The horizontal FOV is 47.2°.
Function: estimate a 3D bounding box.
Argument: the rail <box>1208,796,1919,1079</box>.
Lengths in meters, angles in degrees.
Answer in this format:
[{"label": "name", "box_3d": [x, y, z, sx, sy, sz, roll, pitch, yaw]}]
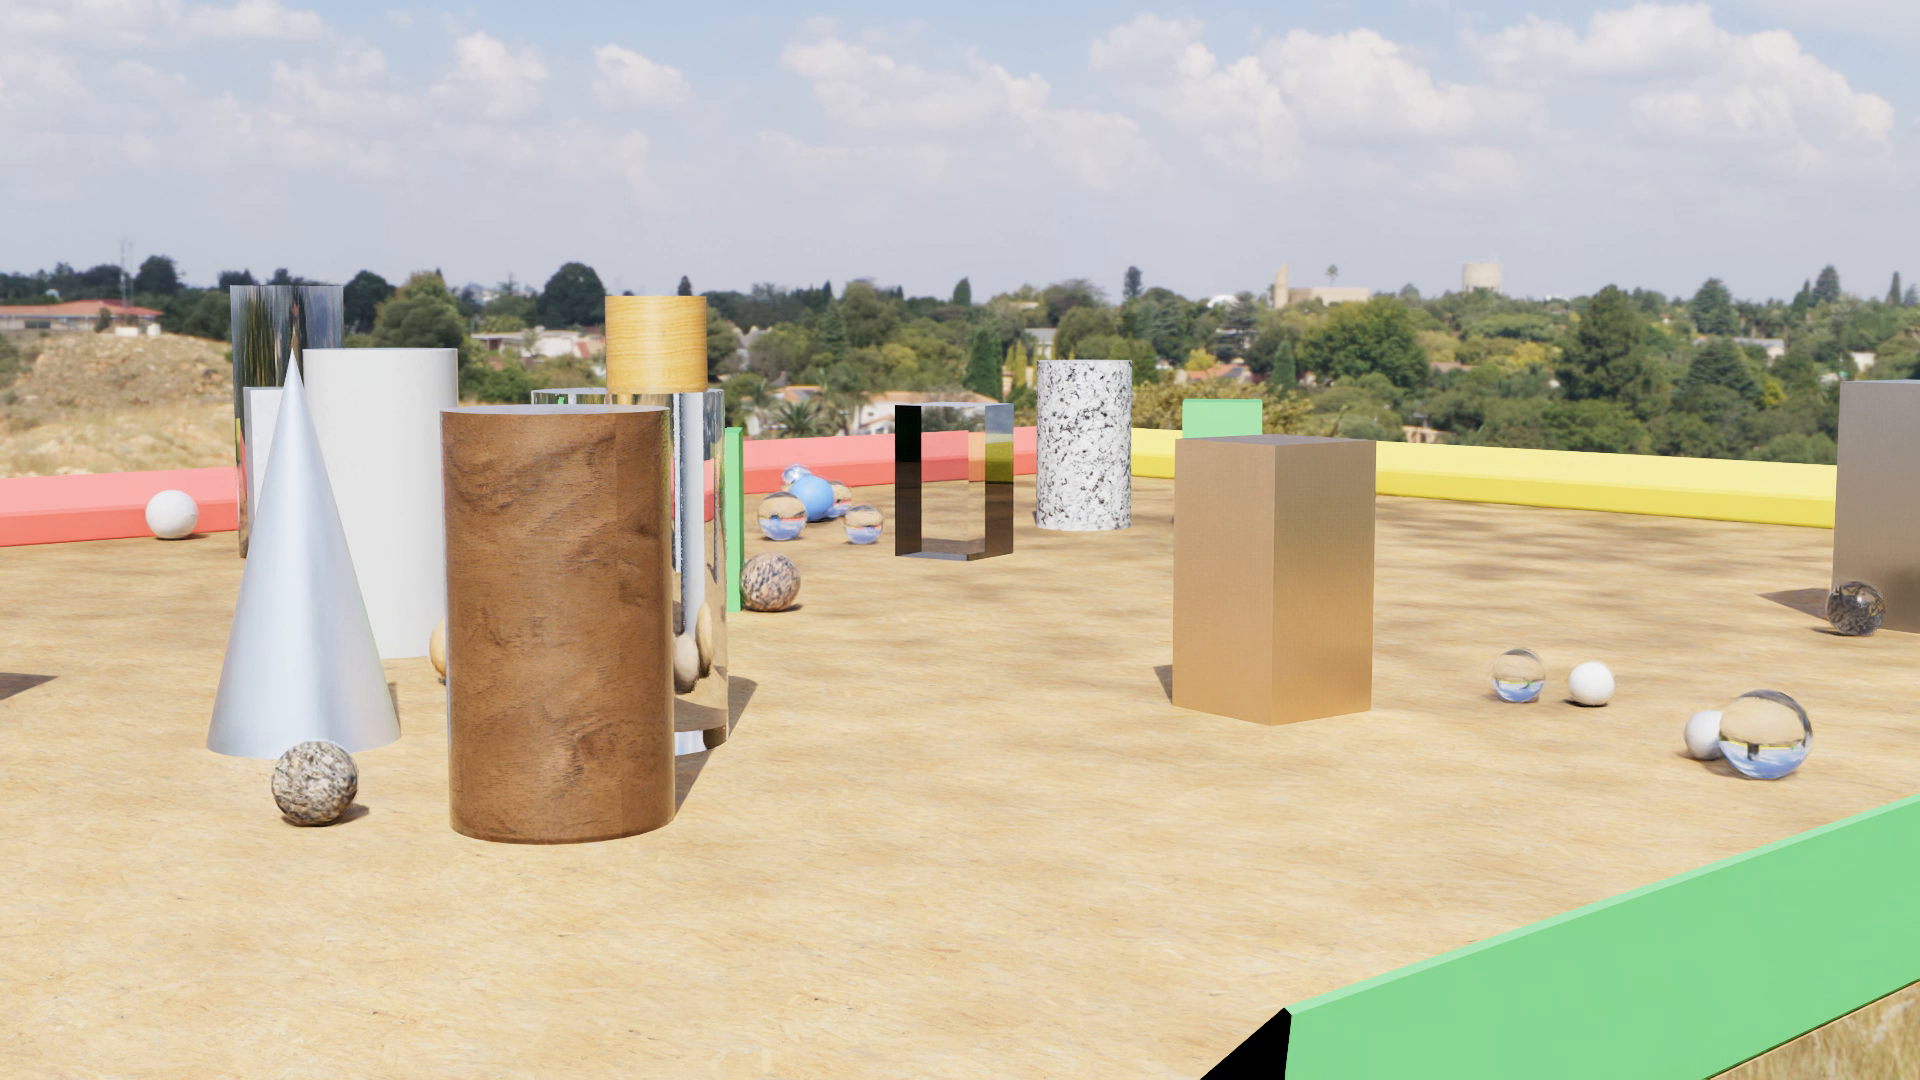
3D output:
[{"label": "rail", "box_3d": [1.219, 0.171, 2.018, 4.187, 0.127, 0.045, -5, 8, -42]}]

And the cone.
[{"label": "cone", "box_3d": [-0.681, 0.005, 2.264, 0.195, 0.406, 0.195, 0, 6, 0]}]

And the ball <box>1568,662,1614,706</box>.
[{"label": "ball", "box_3d": [0.711, 0.162, 2.475, 0.050, 0.050, 0.050, 0, 6, 0]}]

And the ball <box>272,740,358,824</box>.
[{"label": "ball", "box_3d": [-0.560, 0.210, 1.909, 0.072, 0.072, 0.072, 0, 6, 0]}]

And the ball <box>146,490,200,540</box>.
[{"label": "ball", "box_3d": [-1.529, -0.049, 4.268, 0.098, 0.098, 0.098, 0, 6, 0]}]

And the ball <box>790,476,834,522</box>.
[{"label": "ball", "box_3d": [-0.313, -0.087, 4.633, 0.097, 0.097, 0.097, 0, 6, 0]}]

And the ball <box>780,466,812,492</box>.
[{"label": "ball", "box_3d": [-0.382, -0.134, 5.149, 0.082, 0.082, 0.082, 0, 6, 0]}]

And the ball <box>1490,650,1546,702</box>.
[{"label": "ball", "box_3d": [0.635, 0.154, 2.502, 0.060, 0.060, 0.060, 0, 6, 0]}]

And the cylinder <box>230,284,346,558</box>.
[{"label": "cylinder", "box_3d": [-1.212, -0.216, 3.985, 0.195, 0.488, 0.195, 0, 6, 0]}]

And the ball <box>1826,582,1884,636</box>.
[{"label": "ball", "box_3d": [1.225, 0.094, 3.009, 0.075, 0.075, 0.075, 0, 6, 0]}]

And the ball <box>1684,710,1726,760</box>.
[{"label": "ball", "box_3d": [0.743, 0.193, 2.178, 0.051, 0.051, 0.051, 0, 6, 0]}]

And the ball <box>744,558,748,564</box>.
[{"label": "ball", "box_3d": [-0.337, 0.057, 3.463, 0.054, 0.054, 0.054, 0, 6, 0]}]

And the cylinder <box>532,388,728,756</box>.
[{"label": "cylinder", "box_3d": [-0.339, 0.027, 2.266, 0.195, 0.362, 0.195, 0, 6, 0]}]

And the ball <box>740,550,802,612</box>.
[{"label": "ball", "box_3d": [-0.280, 0.061, 3.249, 0.090, 0.090, 0.090, 0, 6, 0]}]

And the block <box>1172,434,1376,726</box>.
[{"label": "block", "box_3d": [0.349, 0.039, 2.450, 0.156, 0.302, 0.156, -4, 7, -37]}]

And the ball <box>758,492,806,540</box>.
[{"label": "ball", "box_3d": [-0.344, -0.047, 4.253, 0.096, 0.096, 0.096, 0, 6, 0]}]

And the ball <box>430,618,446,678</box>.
[{"label": "ball", "box_3d": [-0.584, 0.127, 2.615, 0.092, 0.092, 0.092, 0, 6, 0]}]

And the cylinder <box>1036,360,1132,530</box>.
[{"label": "cylinder", "box_3d": [0.255, -0.198, 4.522, 0.195, 0.340, 0.195, 0, 6, 0]}]

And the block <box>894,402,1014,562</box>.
[{"label": "block", "box_3d": [-0.010, -0.109, 3.995, 0.156, 0.274, 0.156, 4, 7, 32]}]

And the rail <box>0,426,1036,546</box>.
[{"label": "rail", "box_3d": [-1.219, -0.104, 4.646, 4.187, 0.127, 0.045, -5, 8, -42]}]

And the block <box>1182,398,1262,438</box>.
[{"label": "block", "box_3d": [0.529, -0.150, 4.444, 0.156, 0.262, 0.156, 1, 6, 7]}]

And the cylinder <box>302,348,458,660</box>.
[{"label": "cylinder", "box_3d": [-0.755, -0.053, 2.886, 0.195, 0.393, 0.195, 0, 6, 0]}]

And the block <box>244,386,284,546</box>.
[{"label": "block", "box_3d": [-1.104, -0.096, 3.673, 0.156, 0.315, 0.156, -2, 6, -22]}]

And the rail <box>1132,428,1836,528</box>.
[{"label": "rail", "box_3d": [1.521, -0.113, 4.728, 0.045, 0.127, 3.642, -5, 8, -42]}]

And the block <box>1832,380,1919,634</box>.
[{"label": "block", "box_3d": [1.353, -0.051, 3.105, 0.156, 0.344, 0.156, -4, 7, -34]}]

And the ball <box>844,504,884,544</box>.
[{"label": "ball", "box_3d": [-0.184, -0.029, 4.180, 0.076, 0.076, 0.076, 0, 6, 0]}]

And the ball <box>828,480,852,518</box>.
[{"label": "ball", "box_3d": [-0.272, -0.087, 4.723, 0.079, 0.079, 0.079, 0, 6, 0]}]

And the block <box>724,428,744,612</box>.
[{"label": "block", "box_3d": [-0.407, -0.032, 3.306, 0.156, 0.265, 0.156, 0, 6, -3]}]

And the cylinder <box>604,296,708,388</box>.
[{"label": "cylinder", "box_3d": [-0.586, -0.236, 4.261, 0.195, 0.470, 0.195, 0, 6, 0]}]

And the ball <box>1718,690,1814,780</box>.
[{"label": "ball", "box_3d": [0.766, 0.185, 2.093, 0.085, 0.085, 0.085, 0, 6, 0]}]

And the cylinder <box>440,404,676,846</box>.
[{"label": "cylinder", "box_3d": [-0.348, 0.066, 1.913, 0.195, 0.359, 0.195, 0, 6, 0]}]
